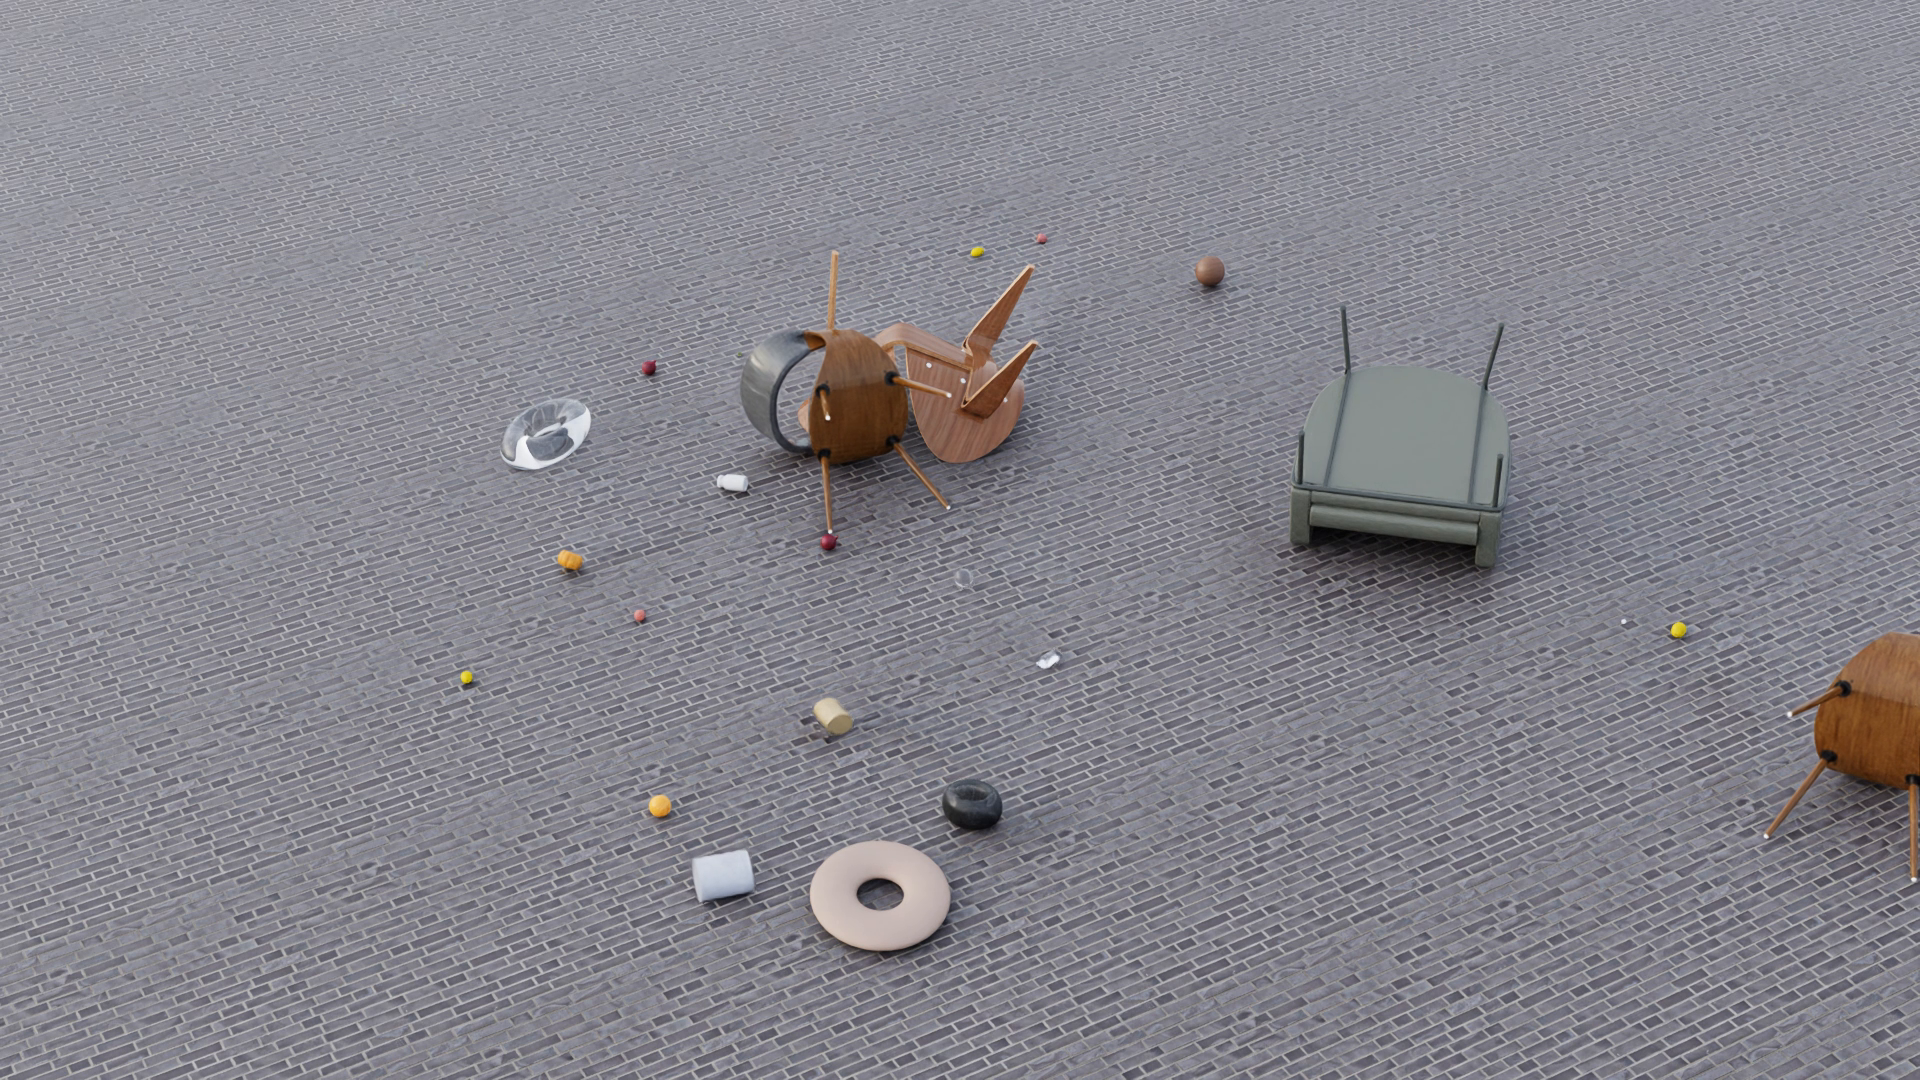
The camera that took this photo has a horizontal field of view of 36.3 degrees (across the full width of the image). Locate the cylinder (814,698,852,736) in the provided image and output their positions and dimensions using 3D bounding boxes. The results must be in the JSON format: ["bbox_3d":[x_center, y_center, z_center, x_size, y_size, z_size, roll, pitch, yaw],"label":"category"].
[{"bbox_3d":[-0.433,0.601,9.956,0.096,0.083,0.107,3,27,-34],"label":"cylinder"}]

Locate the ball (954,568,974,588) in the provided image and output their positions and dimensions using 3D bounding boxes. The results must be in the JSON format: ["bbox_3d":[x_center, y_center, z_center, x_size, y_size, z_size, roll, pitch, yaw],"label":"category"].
[{"bbox_3d":[0.013,0.138,10.673,0.069,0.069,0.069,0,33,0],"label":"ball"}]

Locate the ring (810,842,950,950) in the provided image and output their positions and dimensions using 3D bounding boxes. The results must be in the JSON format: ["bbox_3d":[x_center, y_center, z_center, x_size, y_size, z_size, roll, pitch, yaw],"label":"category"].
[{"bbox_3d":[-0.250,1.112,9.193,0.441,0.071,0.514,-5,34,-8],"label":"ring"}]

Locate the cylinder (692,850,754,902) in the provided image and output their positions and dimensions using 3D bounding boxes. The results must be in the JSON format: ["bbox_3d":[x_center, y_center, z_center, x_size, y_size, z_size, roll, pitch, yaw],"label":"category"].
[{"bbox_3d":[-0.746,1.054,9.221,0.166,0.136,0.136,-9,79,-14],"label":"cylinder"}]

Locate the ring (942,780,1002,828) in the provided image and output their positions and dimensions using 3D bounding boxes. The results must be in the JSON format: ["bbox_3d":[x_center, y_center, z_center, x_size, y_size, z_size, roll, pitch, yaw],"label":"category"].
[{"bbox_3d":[0.040,0.861,9.543,0.212,0.105,0.183,24,36,39],"label":"ring"}]

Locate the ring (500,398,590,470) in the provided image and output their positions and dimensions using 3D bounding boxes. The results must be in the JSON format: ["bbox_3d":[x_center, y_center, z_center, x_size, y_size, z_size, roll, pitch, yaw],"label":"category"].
[{"bbox_3d":[-1.620,-0.416,11.467,0.294,0.121,0.468,14,37,23],"label":"ring"}]
